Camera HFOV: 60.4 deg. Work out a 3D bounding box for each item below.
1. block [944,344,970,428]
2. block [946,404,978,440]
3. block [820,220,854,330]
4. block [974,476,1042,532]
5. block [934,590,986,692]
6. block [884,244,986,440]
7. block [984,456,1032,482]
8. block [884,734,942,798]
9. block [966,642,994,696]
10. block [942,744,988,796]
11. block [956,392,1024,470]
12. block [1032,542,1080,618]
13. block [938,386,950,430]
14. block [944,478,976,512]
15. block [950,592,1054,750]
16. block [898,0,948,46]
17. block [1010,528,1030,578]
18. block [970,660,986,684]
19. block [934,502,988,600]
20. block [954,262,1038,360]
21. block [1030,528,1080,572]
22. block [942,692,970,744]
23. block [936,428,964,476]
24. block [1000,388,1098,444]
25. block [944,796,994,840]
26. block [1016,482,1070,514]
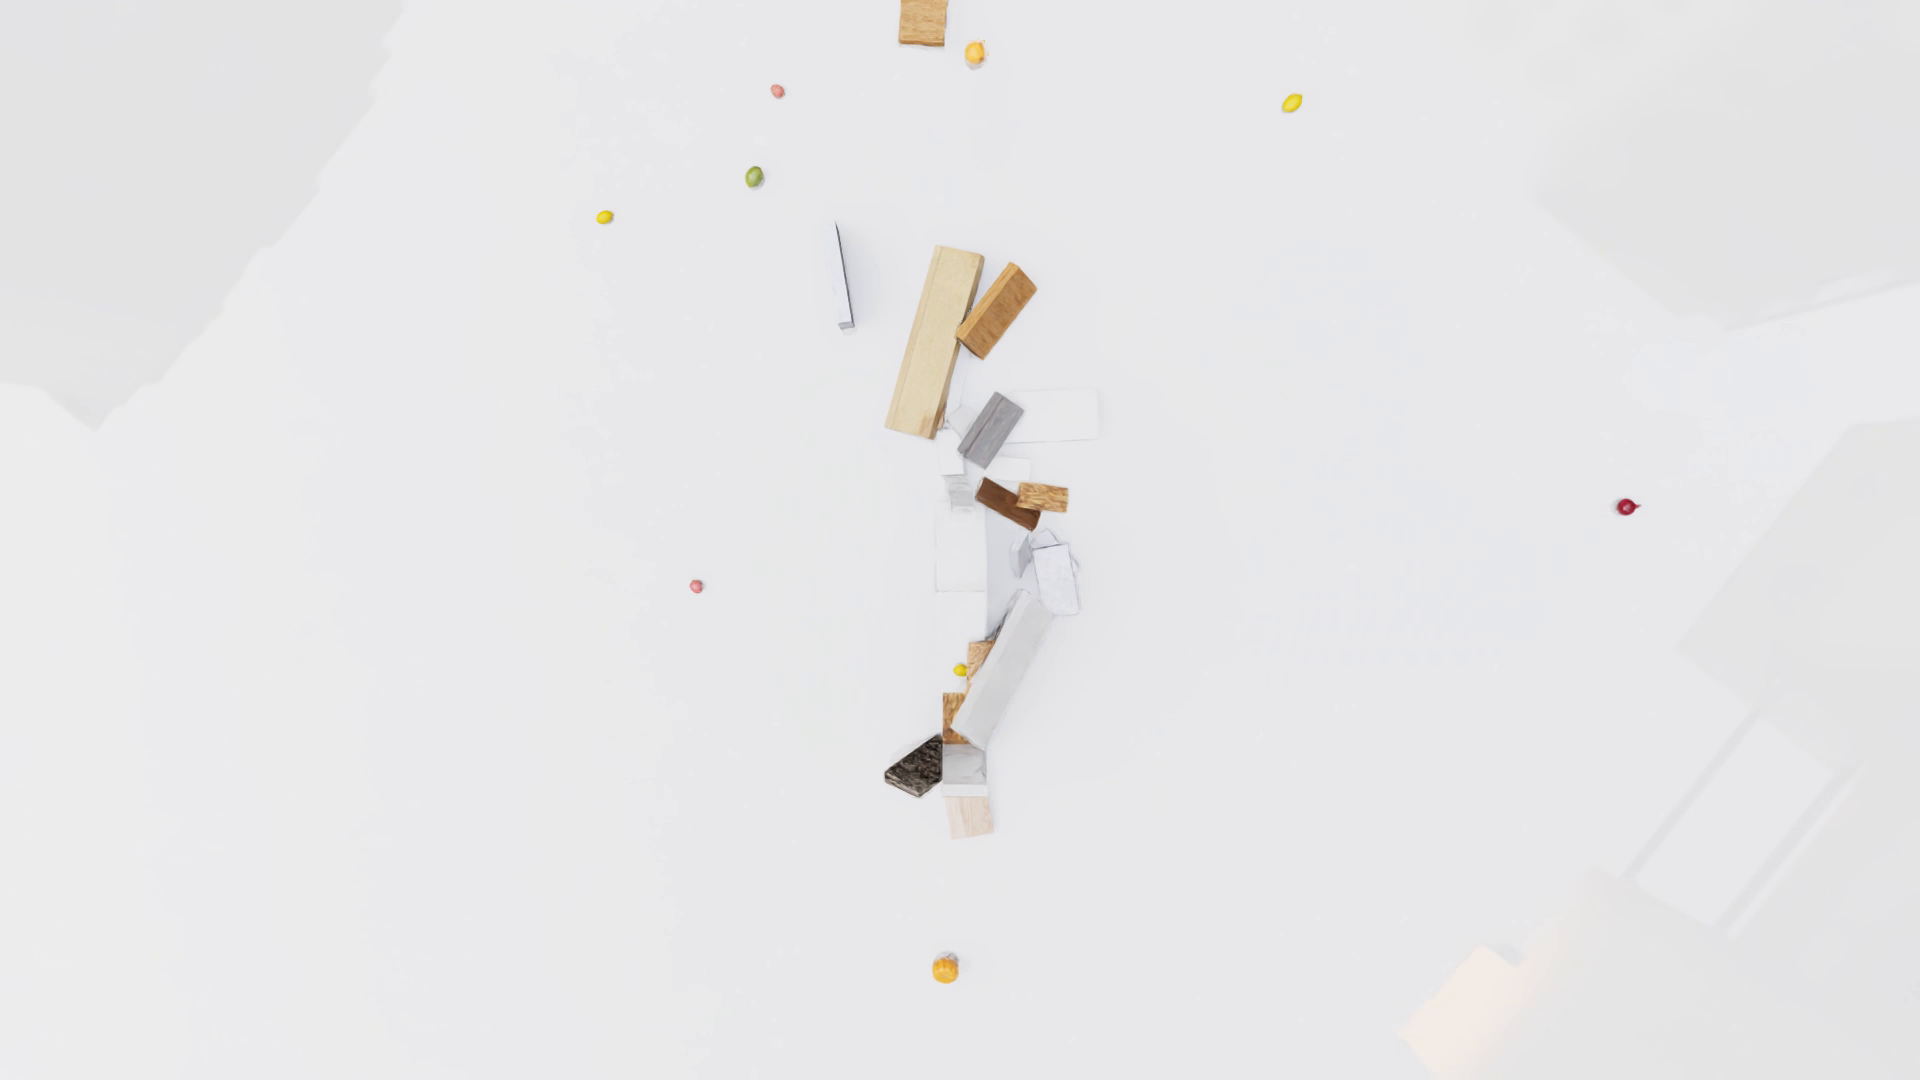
[{"bbox_3d":[-0.020,-0.543,5.490,0.072,0.020,0.341,12,90,0],"label":"block"},{"bbox_3d":[0.040,-0.362,5.472,0.085,0.024,0.169,-40,95,-13],"label":"block"},{"bbox_3d":[-0.401,-0.868,5.417,0.047,0.166,0.331,-9,90,0],"label":"block"},{"bbox_3d":[0.160,-0.118,5.443,0.227,0.024,0.085,30,51,-11],"label":"block"},{"bbox_3d":[0.000,0.328,5.334,0.163,0.046,0.326,0,95,-3],"label":"block"},{"bbox_3d":[-0.084,-0.653,5.449,0.166,0.047,0.627,16,90,20],"label":"block"},{"bbox_3d":[0.157,-0.237,5.489,0.153,0.022,0.076,7,90,0],"label":"block"},{"bbox_3d":[-0.103,0.730,5.351,0.142,0.283,0.040,20,121,31],"label":"block"},{"bbox_3d":[0.077,0.445,5.301,0.117,0.033,0.234,2,93,-35],"label":"block"},{"bbox_3d":[0.015,0.699,5.327,0.142,0.369,0.040,0,117,0],"label":"block"},{"bbox_3d":[0.100,-0.362,5.433,0.117,0.033,0.234,34,93,-3],"label":"block"},{"bbox_3d":[0.320,0.135,5.457,0.117,0.033,0.234,-10,99,9],"label":"block"},{"bbox_3d":[-0.082,-0.442,5.470,0.072,0.020,0.144,9,89,20],"label":"block"},{"bbox_3d":[-0.001,-0.148,5.418,0.077,0.153,0.022,2,128,-13],"label":"block"},{"bbox_3d":[0.139,0.417,5.257,0.043,0.151,0.496,15,70,42],"label":"block"},{"bbox_3d":[-0.116,-1.799,5.475,0.151,0.043,0.302,5,89,1],"label":"block"},{"bbox_3d":[0.200,0.045,5.406,0.024,0.169,0.085,19,60,17],"label":"block"},{"bbox_3d":[0.104,0.414,5.269,0.170,0.024,0.085,-54,134,-21],"label":"block"},{"bbox_3d":[0.003,0.039,5.406,0.163,0.046,0.326,-1,79,-3],"label":"block"},{"bbox_3d":[0.120,-0.752,5.426,0.043,0.151,0.301,38,90,34],"label":"block"},{"bbox_3d":[0.312,0.053,5.476,0.085,0.024,0.169,-40,91,14],"label":"block"},{"bbox_3d":[0.005,0.542,5.392,0.126,0.036,0.251,1,63,0],"label":"block"},{"bbox_3d":[-0.033,-0.291,5.476,0.077,0.022,0.153,-5,82,-3],"label":"block"},{"bbox_3d":[0.289,-0.411,5.477,0.331,0.047,0.166,-3,90,0],"label":"block"},{"bbox_3d":[0.019,0.843,5.480,0.142,0.040,0.284,-10,90,0],"label":"block"},{"bbox_3d":[0.275,-0.140,5.457,0.170,0.024,0.085,7,86,-20],"label":"block"}]
